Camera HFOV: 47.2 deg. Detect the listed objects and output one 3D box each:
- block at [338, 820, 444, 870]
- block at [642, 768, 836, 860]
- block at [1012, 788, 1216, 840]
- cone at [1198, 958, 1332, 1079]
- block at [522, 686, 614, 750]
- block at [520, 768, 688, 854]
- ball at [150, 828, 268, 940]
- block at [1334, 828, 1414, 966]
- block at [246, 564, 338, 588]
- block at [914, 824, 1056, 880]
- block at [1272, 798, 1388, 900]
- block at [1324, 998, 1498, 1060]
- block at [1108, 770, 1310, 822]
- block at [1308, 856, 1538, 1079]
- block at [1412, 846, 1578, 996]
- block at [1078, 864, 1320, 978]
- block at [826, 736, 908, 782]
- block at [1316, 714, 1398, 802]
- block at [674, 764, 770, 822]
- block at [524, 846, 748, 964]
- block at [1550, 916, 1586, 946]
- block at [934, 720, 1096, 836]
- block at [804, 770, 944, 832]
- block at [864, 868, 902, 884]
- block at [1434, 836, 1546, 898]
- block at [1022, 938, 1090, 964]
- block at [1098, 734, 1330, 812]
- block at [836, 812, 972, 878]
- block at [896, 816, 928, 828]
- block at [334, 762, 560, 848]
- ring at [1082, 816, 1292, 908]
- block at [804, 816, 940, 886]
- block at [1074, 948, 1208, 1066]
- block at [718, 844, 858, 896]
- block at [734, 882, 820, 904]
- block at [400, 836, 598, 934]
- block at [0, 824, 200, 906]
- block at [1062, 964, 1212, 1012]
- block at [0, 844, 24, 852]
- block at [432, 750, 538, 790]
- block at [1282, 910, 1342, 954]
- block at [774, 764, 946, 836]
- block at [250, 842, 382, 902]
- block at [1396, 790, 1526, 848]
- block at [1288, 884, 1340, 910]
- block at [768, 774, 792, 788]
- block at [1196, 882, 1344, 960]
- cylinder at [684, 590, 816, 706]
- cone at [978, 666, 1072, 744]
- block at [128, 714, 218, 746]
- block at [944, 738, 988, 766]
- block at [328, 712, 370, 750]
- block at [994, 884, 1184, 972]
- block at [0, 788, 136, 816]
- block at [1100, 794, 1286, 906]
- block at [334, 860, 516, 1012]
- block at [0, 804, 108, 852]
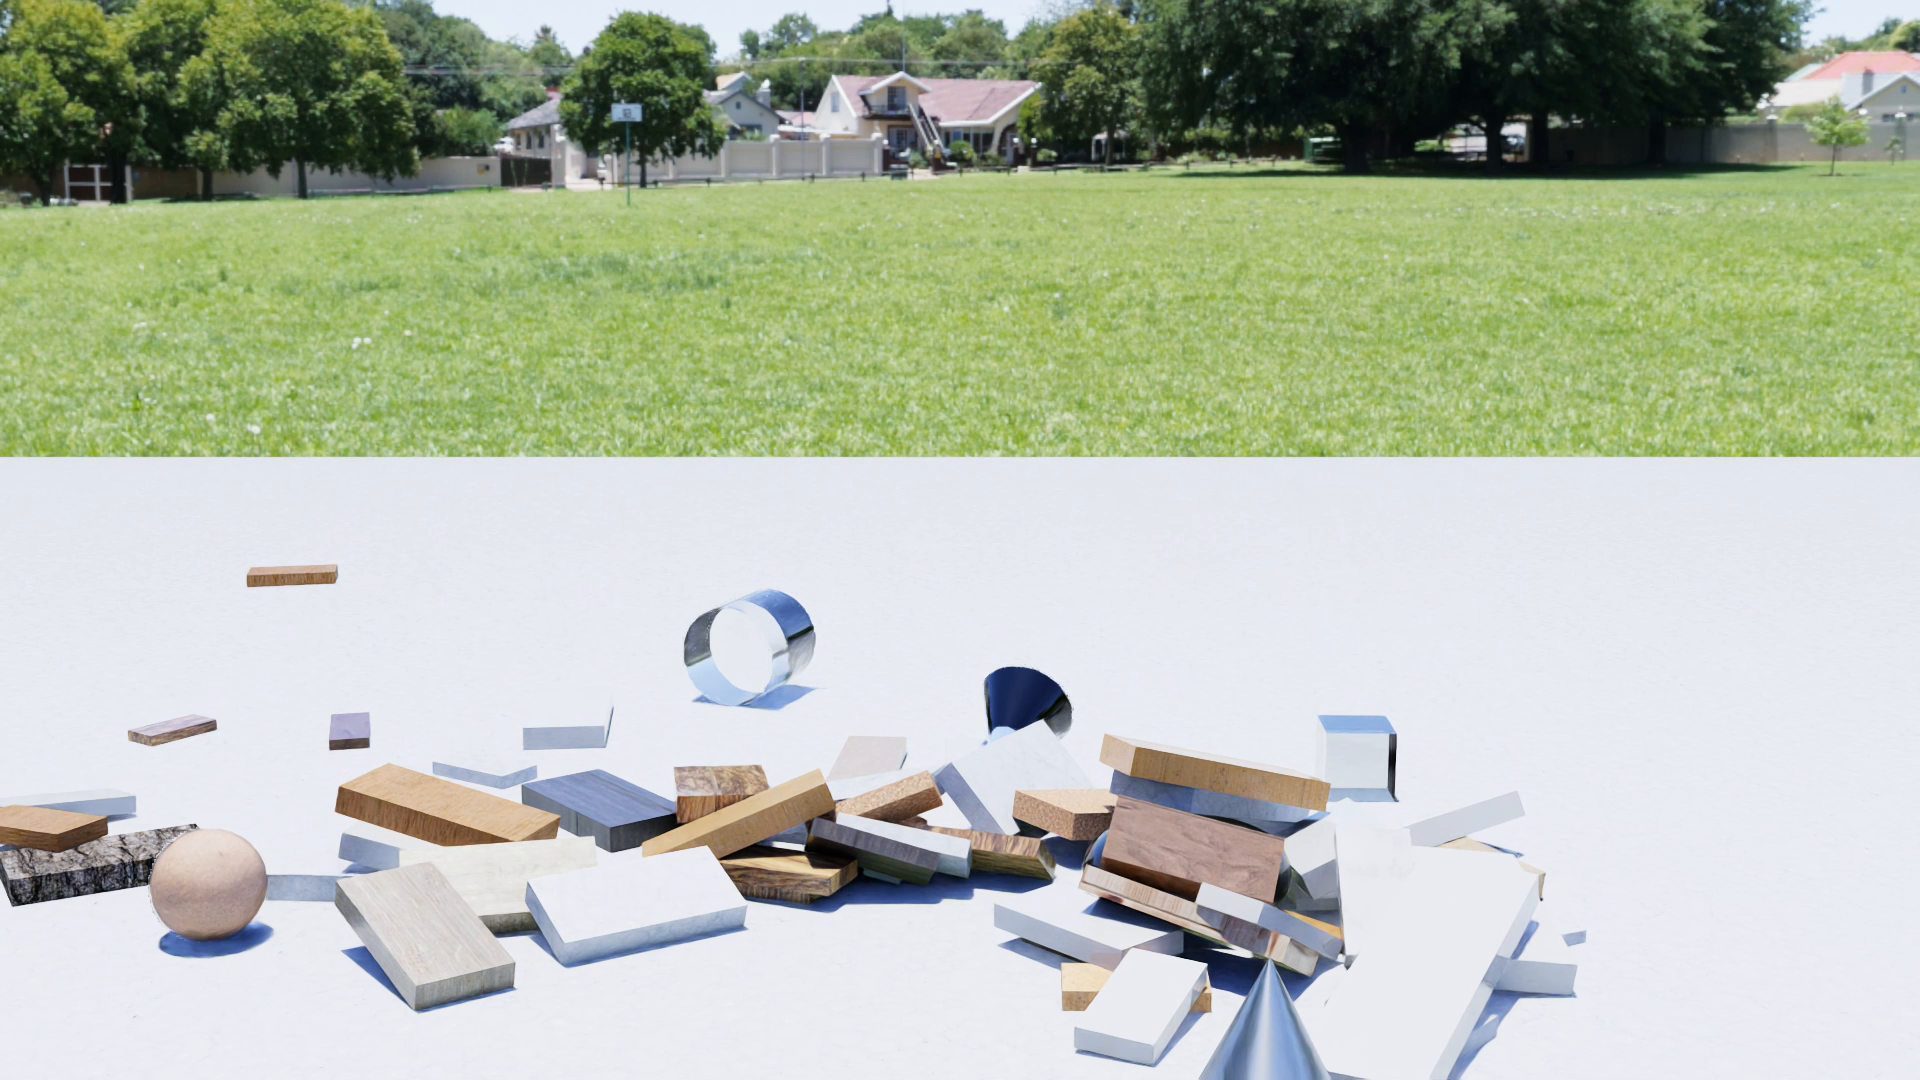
[{"bbox_3d":[-0.853,0.528,3.684,0.324,0.046,0.162,14,11,6],"label":"block"},{"bbox_3d":[-0.377,0.485,3.733,0.330,0.047,0.165,-23,5,-6],"label":"block"},{"bbox_3d":[0.278,0.489,3.937,0.336,0.048,0.168,4,6,-37],"label":"block"},{"bbox_3d":[0.382,0.636,2.735,0.250,0.250,0.250,0,11,0],"label":"cone"},{"bbox_3d":[-0.832,0.377,4.687,0.167,0.047,0.333,-1,11,-6],"label":"block"},{"bbox_3d":[-0.654,0.495,4.049,0.167,0.047,0.333,-8,13,-38],"label":"block"},{"bbox_3d":[-1.179,0.541,3.454,0.175,0.175,0.175,0,11,0],"label":"ball"},{"bbox_3d":[0.648,0.553,3.413,0.116,0.033,0.232,1,48,3],"label":"block"},{"bbox_3d":[-1.886,0.100,6.215,0.239,0.034,0.119,-2,11,-12],"label":"block"},{"bbox_3d":[0.041,0.529,3.736,0.226,0.032,0.113,4,-26,20],"label":"block"},{"bbox_3d":[0.619,0.511,3.665,0.162,0.046,0.325,-26,3,-1],"label":"block"},{"bbox_3d":[0.638,0.677,3.117,0.215,0.030,0.108,9,14,40],"label":"block"},{"bbox_3d":[0.454,0.457,3.934,0.168,0.048,0.414,11,-1,38],"label":"block"},{"bbox_3d":[0.654,0.619,3.108,0.179,0.051,0.623,5,21,27],"label":"block"},{"bbox_3d":[0.809,0.581,3.393,0.179,0.051,0.358,5,18,-3],"label":"block"},{"bbox_3d":[0.361,0.578,3.343,0.350,0.039,0.136,16,-11,32],"label":"block"},{"bbox_3d":[-0.187,0.456,4.296,0.119,0.034,0.419,1,11,5],"label":"block"},{"bbox_3d":[0.760,0.419,4.228,0.133,0.133,0.133,0,11,1],"label":"block"},{"bbox_3d":[-0.432,0.457,3.979,0.165,0.047,0.330,0,3,-9],"label":"block"},{"bbox_3d":[-0.511,0.575,3.480,0.311,0.044,0.156,-7,34,-32],"label":"block"},{"bbox_3d":[0.899,0.621,3.446,0.148,0.021,0.074,-5,12,-26],"label":"block"},{"bbox_3d":[0.106,0.445,4.029,0.048,0.168,0.336,-46,-15,29],"label":"block"},{"bbox_3d":[-0.147,0.463,3.765,0.226,0.032,0.113,-20,-24,0],"label":"block"},{"bbox_3d":[-0.112,0.546,3.775,0.065,0.018,0.130,13,22,15],"label":"block"},{"bbox_3d":[0.793,0.569,3.593,0.325,0.046,0.162,-9,23,-41],"label":"block"},{"bbox_3d":[0.210,0.623,3.410,0.108,0.030,0.215,-10,14,-42],"label":"block"},{"bbox_3d":[0.440,0.403,3.813,0.358,0.051,0.179,12,-1,-13],"label":"block"},{"bbox_3d":[-0.094,0.513,3.696,0.226,0.032,0.113,11,-24,7],"label":"block"},{"bbox_3d":[-0.158,0.522,3.882,0.095,0.027,0.191,18,25,39],"label":"block"},{"bbox_3d":[-0.868,0.466,3.735,0.333,0.047,0.167,15,11,12],"label":"block"},{"bbox_3d":[0.372,0.543,3.616,0.343,0.114,0.343,-1,11,0],"label":"ring"},{"bbox_3d":[-0.148,0.519,3.658,0.214,0.030,0.107,17,-24,-3],"label":"block"},{"bbox_3d":[0.257,0.657,3.108,0.116,0.033,0.232,8,21,23],"label":"block"},{"bbox_3d":[-0.290,0.546,3.655,0.214,0.030,0.107,5,11,23],"label":"block"},{"bbox_3d":[-0.331,0.569,3.701,0.214,0.030,0.107,4,11,19],"label":"block"},{"bbox_3d":[-0.739,0.559,3.535,0.311,0.044,0.156,-3,38,-14],"label":"block"},{"bbox_3d":[-1.454,0.552,3.750,0.324,0.046,0.162,-6,12,-29],"label":"block"},{"bbox_3d":[0.257,0.657,3.226,0.215,0.030,0.108,0,11,2],"label":"block"},{"bbox_3d":[-1.706,0.529,3.825,0.140,0.020,0.070,2,12,19],"label":"block"},{"bbox_3d":[-0.937,0.452,4.336,0.191,0.027,0.095,7,13,33],"label":"block"},{"bbox_3d":[0.544,0.619,3.458,0.074,0.021,0.148,-9,14,-41],"label":"block"},{"bbox_3d":[-0.199,0.470,3.964,0.330,0.047,0.165,-12,5,23],"label":"block"},{"bbox_3d":[-1.065,0.560,3.707,0.324,0.046,0.162,1,11,4],"label":"block"},{"bbox_3d":[0.815,0.505,3.815,0.325,0.046,0.162,-9,-12,-40],"label":"block"},{"bbox_3d":[0.620,0.587,3.626,0.148,0.021,0.074,-1,11,-3],"label":"block"},{"bbox_3d":[-0.377,0.486,4.154,0.095,0.027,0.191,8,13,37],"label":"block"},{"bbox_3d":[0.468,0.576,3.315,0.116,0.033,0.232,12,-13,44],"label":"block"},{"bbox_3d":[-0.472,0.240,4.950,0.221,0.221,0.221,4,11,21],"label":"cylinder"},{"bbox_3d":[0.098,0.385,4.334,0.198,0.198,0.198,4,32,21],"label":"cone"},{"bbox_3d":[-1.657,0.400,4.630,0.080,0.023,0.160,7,13,34],"label":"block"},{"bbox_3d":[0.034,0.442,4.373,0.119,0.034,0.239,-1,11,-3],"label":"block"},{"bbox_3d":[-1.283,0.401,4.623,0.080,0.023,0.211,-3,11,-14],"label":"block"},{"bbox_3d":[0.195,0.594,3.374,0.136,0.039,0.273,-9,14,-42],"label":"block"},{"bbox_3d":[-1.650,0.488,4.034,0.237,0.031,0.111,-1,3,-44],"label":"block"},{"bbox_3d":[0.367,0.498,3.472,0.273,0.039,0.136,14,42,7],"label":"block"},{"bbox_3d":[-0.812,0.594,3.327,0.156,0.044,0.311,-8,27,-36],"label":"block"},{"bbox_3d":[-1.608,0.500,3.826,0.222,0.031,0.111,3,10,24],"label":"block"}]
